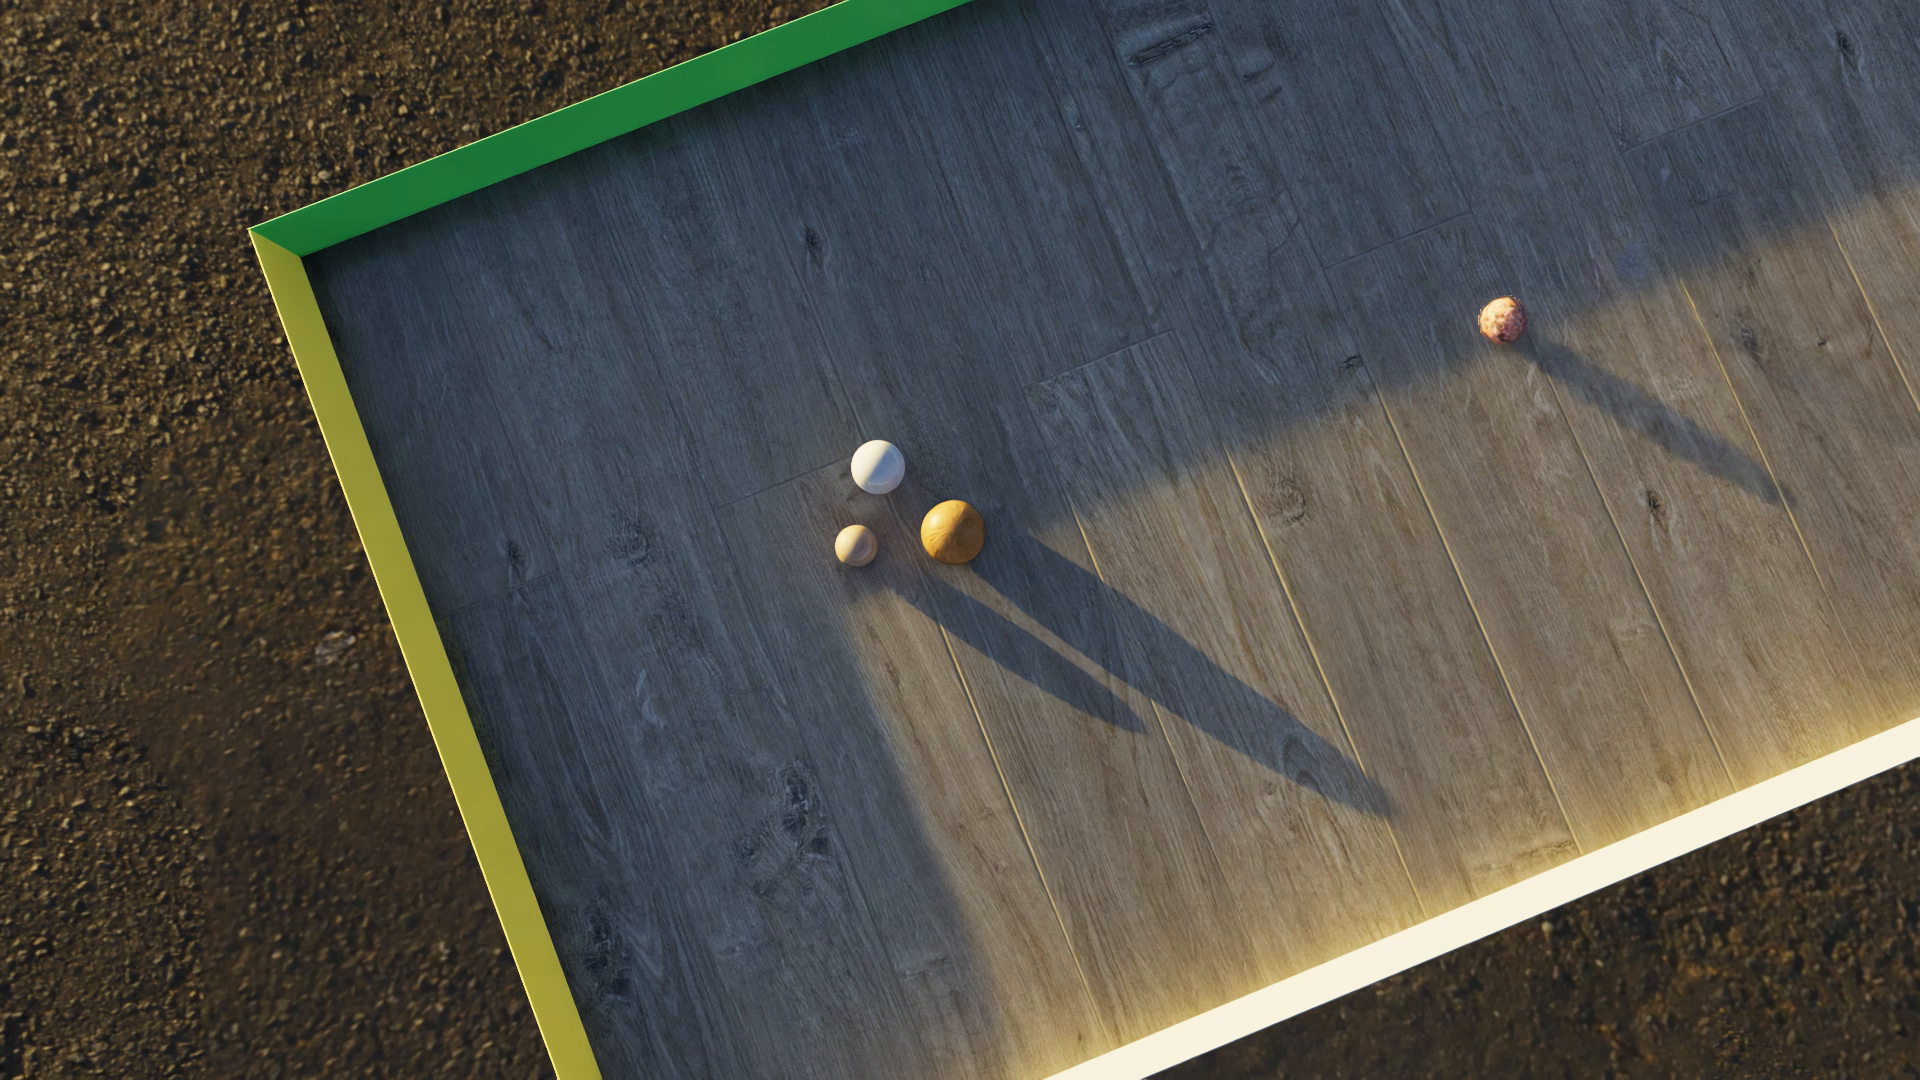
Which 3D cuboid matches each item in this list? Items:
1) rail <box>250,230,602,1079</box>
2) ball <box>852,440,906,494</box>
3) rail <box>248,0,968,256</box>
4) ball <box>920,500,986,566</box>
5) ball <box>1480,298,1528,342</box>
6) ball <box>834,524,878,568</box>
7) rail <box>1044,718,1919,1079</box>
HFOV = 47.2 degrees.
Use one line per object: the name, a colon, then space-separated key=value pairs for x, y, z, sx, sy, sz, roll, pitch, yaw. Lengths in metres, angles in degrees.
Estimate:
rail: x=-0.728 y=0.286 z=3.199 sx=0.045 sy=0.126 sz=1.627 roll=-22 pitch=82 yaw=-3
ball: x=-0.122 y=-0.109 z=3.284 sx=0.081 sy=0.081 sz=0.081 roll=0 pitch=81 yaw=0
rail: x=0.455 y=-1.026 z=3.402 sx=3.234 sy=0.126 sz=0.045 roll=-22 pitch=82 yaw=-3
ball: x=-0.010 y=-0.011 z=3.260 sx=0.097 sy=0.097 sz=0.097 roll=0 pitch=81 yaw=0
ball: x=0.823 y=-0.332 z=3.325 sx=0.068 sy=0.068 sz=0.068 roll=0 pitch=81 yaw=0
ball: x=-0.154 y=0.009 z=3.274 sx=0.064 sy=0.064 sz=0.064 roll=0 pitch=81 yaw=0
rail: x=1.045 y=0.422 z=3.178 sx=3.234 sy=0.126 sz=0.045 roll=-22 pitch=82 yaw=-3
